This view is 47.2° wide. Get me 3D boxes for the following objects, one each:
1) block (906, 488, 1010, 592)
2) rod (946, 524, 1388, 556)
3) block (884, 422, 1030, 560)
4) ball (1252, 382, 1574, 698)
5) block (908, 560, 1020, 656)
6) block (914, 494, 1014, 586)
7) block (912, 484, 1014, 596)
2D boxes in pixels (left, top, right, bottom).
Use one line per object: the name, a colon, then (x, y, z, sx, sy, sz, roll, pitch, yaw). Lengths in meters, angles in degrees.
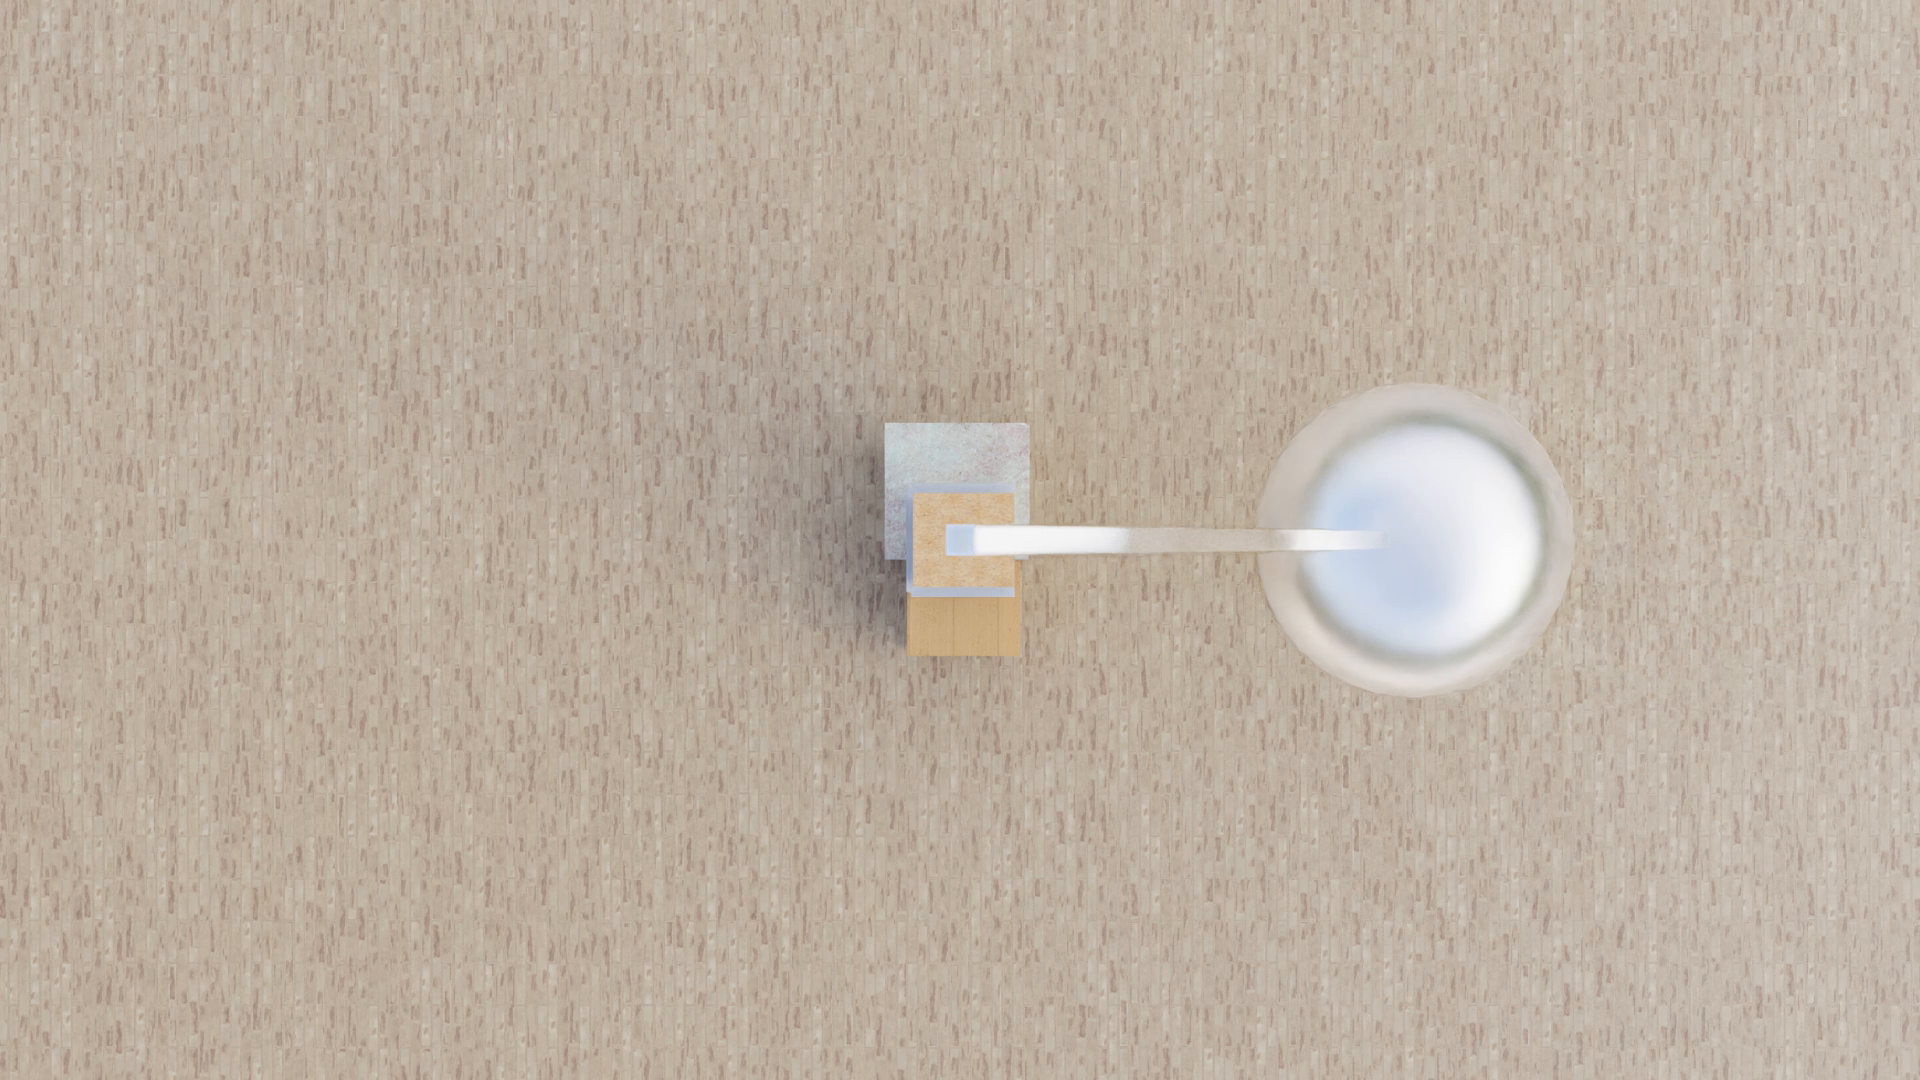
block: (-0.008, 0.000, 11.486, 0.533, 0.498, 0.532, 0, 90, 0)
rod: (0.994, 0.000, 8.043, 0.080, 5.200, 0.080, 0, 90, 22)
block: (-0.015, -0.272, 12.623, 0.806, 0.755, 0.762, 0, 90, 0)
ball: (2.295, 0.000, 11.184, 1.600, 1.600, 1.600, 0, 90, 0)
block: (0.020, 0.386, 12.689, 0.634, 0.622, 0.534, 0, 90, 0)
block: (0.018, 0.000, 10.986, 0.494, 0.503, 0.459, 0, 90, 0)
block: (0.016, 0.000, 11.990, 0.550, 0.510, 0.607, 0, 90, 0)
